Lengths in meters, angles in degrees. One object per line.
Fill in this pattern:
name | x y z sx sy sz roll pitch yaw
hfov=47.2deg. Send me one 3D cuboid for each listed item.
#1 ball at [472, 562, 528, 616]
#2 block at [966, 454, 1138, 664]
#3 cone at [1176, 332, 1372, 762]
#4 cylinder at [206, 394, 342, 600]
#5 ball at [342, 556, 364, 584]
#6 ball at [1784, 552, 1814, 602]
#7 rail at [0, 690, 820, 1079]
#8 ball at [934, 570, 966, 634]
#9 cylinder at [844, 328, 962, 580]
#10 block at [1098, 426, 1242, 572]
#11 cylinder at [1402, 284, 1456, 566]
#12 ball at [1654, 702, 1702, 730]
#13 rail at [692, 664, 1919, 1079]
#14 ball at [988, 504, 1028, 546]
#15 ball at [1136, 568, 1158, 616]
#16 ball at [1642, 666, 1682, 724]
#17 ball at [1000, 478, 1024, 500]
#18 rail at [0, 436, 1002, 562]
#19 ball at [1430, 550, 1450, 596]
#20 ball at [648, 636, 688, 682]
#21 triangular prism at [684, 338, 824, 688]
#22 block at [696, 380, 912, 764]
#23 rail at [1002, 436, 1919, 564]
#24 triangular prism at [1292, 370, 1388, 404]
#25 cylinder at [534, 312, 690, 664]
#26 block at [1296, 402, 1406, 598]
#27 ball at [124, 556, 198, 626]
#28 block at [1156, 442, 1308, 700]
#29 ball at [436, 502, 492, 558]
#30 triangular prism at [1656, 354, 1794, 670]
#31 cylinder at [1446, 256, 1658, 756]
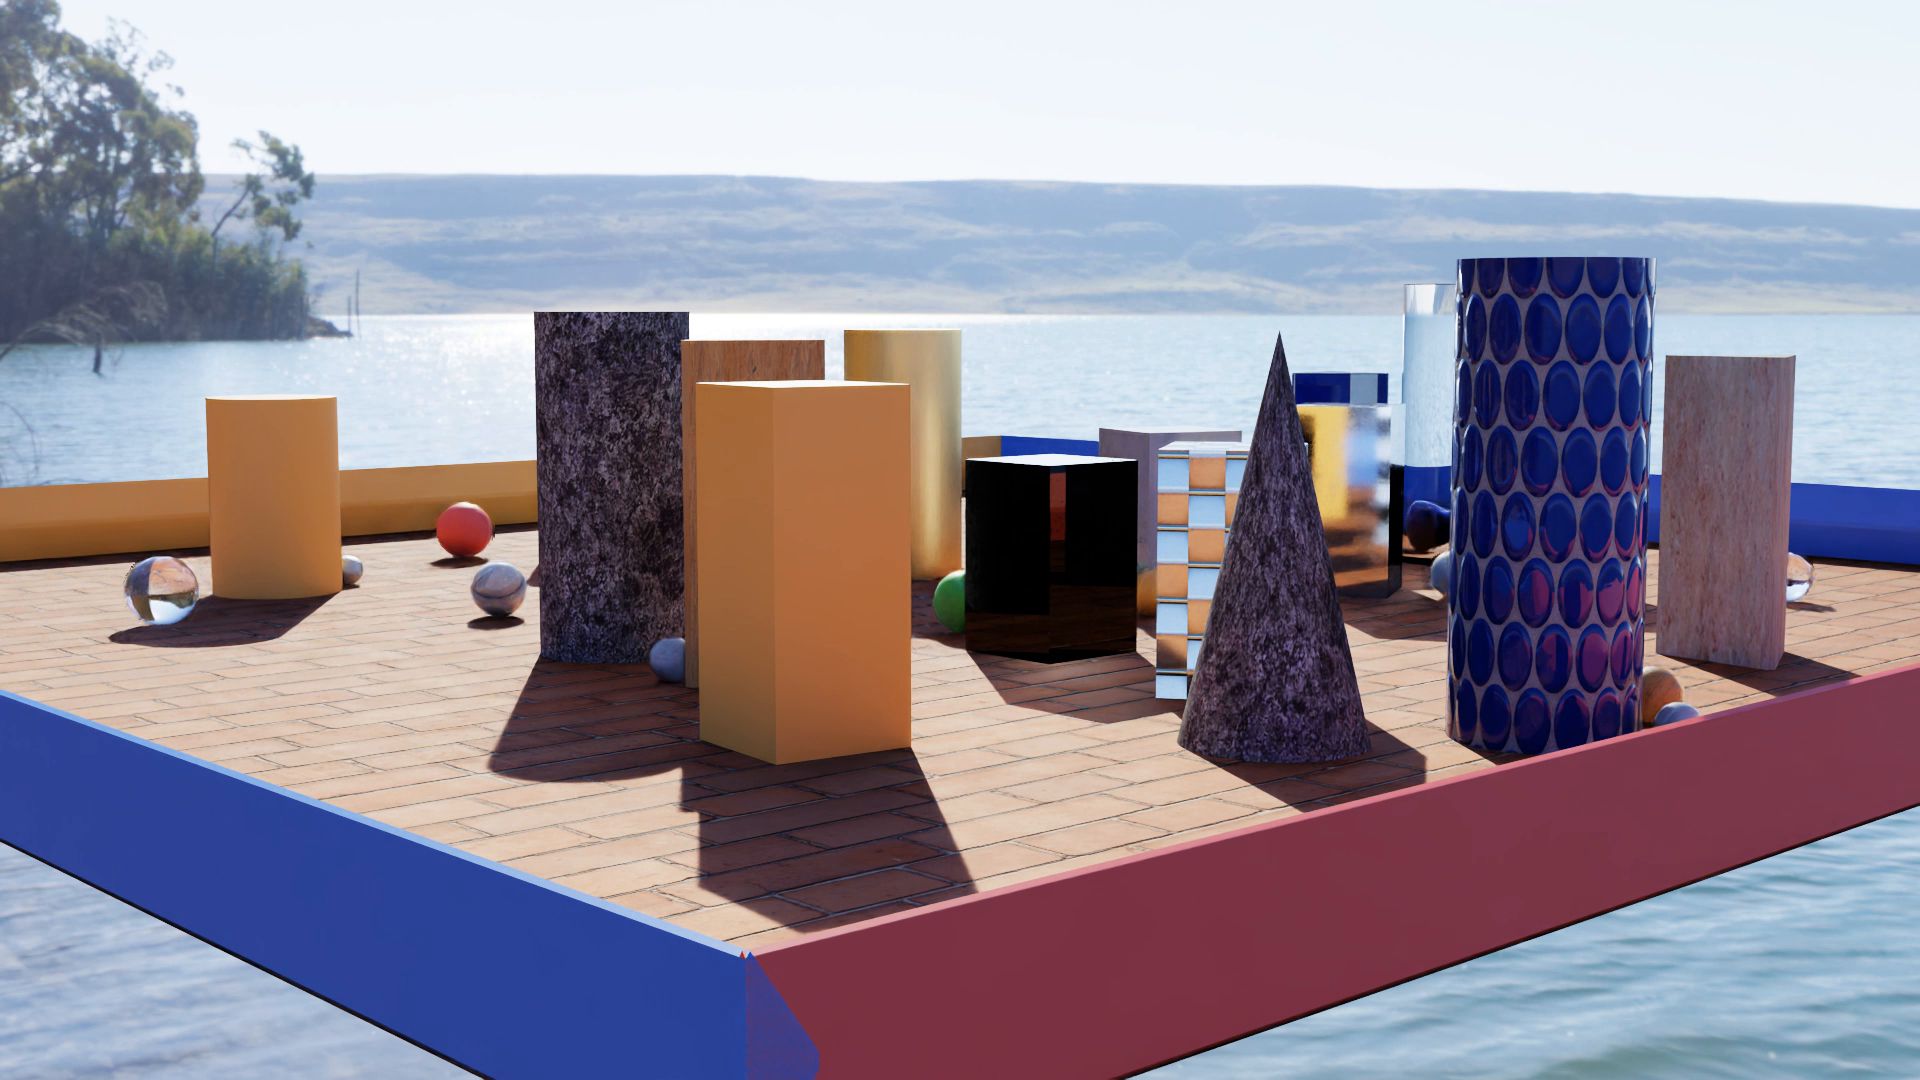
ball | -0.673 0.072 3.211 0.081 0.081 0.081 0 6 0
block | 0.119 0.020 2.877 0.159 0.252 0.159 -5 8 -41
cone | 0.324 -0.002 2.251 0.199 0.426 0.199 0 6 0
cylinder | -1.087 -0.072 3.488 0.199 0.309 0.199 0 6 0
ball | -0.997 0.049 3.587 0.048 0.048 0.048 0 6 0
ball | 1.269 0.057 3.373 0.076 0.076 0.076 0 6 0
rail | -1.165 0.145 2.263 0.045 0.129 3.176 -5 8 -42
ball | 0.007 0.086 3.040 0.088 0.088 0.088 0 6 0
cylinder | -0.096 -0.149 3.722 0.199 0.414 0.199 0 6 0
block | 0.320 -0.037 3.368 0.159 0.265 0.159 -3 7 -24
cylinder | 0.884 -0.207 3.908 0.199 0.491 0.199 0 6 0
ball | 0.732 0.189 2.241 0.048 0.048 0.048 0 6 0
rail | 1.061 0.153 2.188 3.217 0.129 0.045 -5 8 -42
ball | 0.091 -0.028 4.179 0.079 0.079 0.079 0 6 0
ball | 0.284 0.076 3.211 0.072 0.072 0.072 0 6 0
ball | 0.750 0.168 2.382 0.062 0.062 0.062 0 6 0
ball | 0.123 -0.121 5.181 0.055 0.055 0.055 0 6 0
rail | -1.061 -0.085 4.475 3.217 0.129 0.045 -5 8 -42
ball | 0.771 0.052 3.426 0.075 0.075 0.075 0 6 0
ball | -0.348 0.143 2.649 0.055 0.055 0.055 0 6 0
triangular prism | -0.269 -0.040 2.689 0.172 0.410 0.149 -2 6 -21
block | -0.161 0.025 2.255 0.159 0.371 0.159 -4 7 -34
rail | 1.165 -0.078 4.401 0.045 0.129 3.176 -5 8 -42
triangular prism | 0.700 -0.148 4.107 0.172 0.332 0.149 0 6 4
cylinder | -0.449 -0.074 2.862 0.199 0.444 0.199 0 6 0
block | 0.615 -0.067 3.501 0.159 0.296 0.159 2 6 19
ball | -1.131 0.072 3.116 0.100 0.100 0.100 0 6 0
block | 0.321 0.033 2.584 0.159 0.287 0.159 1 6 12
ball | -0.897 -0.018 3.980 0.099 0.099 0.099 0 6 0
triangular prism | 1.020 -0.043 2.829 0.149 0.388 0.172 -4 7 -35
cylinder | 0.611 -0.041 2.282 0.199 0.497 0.199 0 6 0
